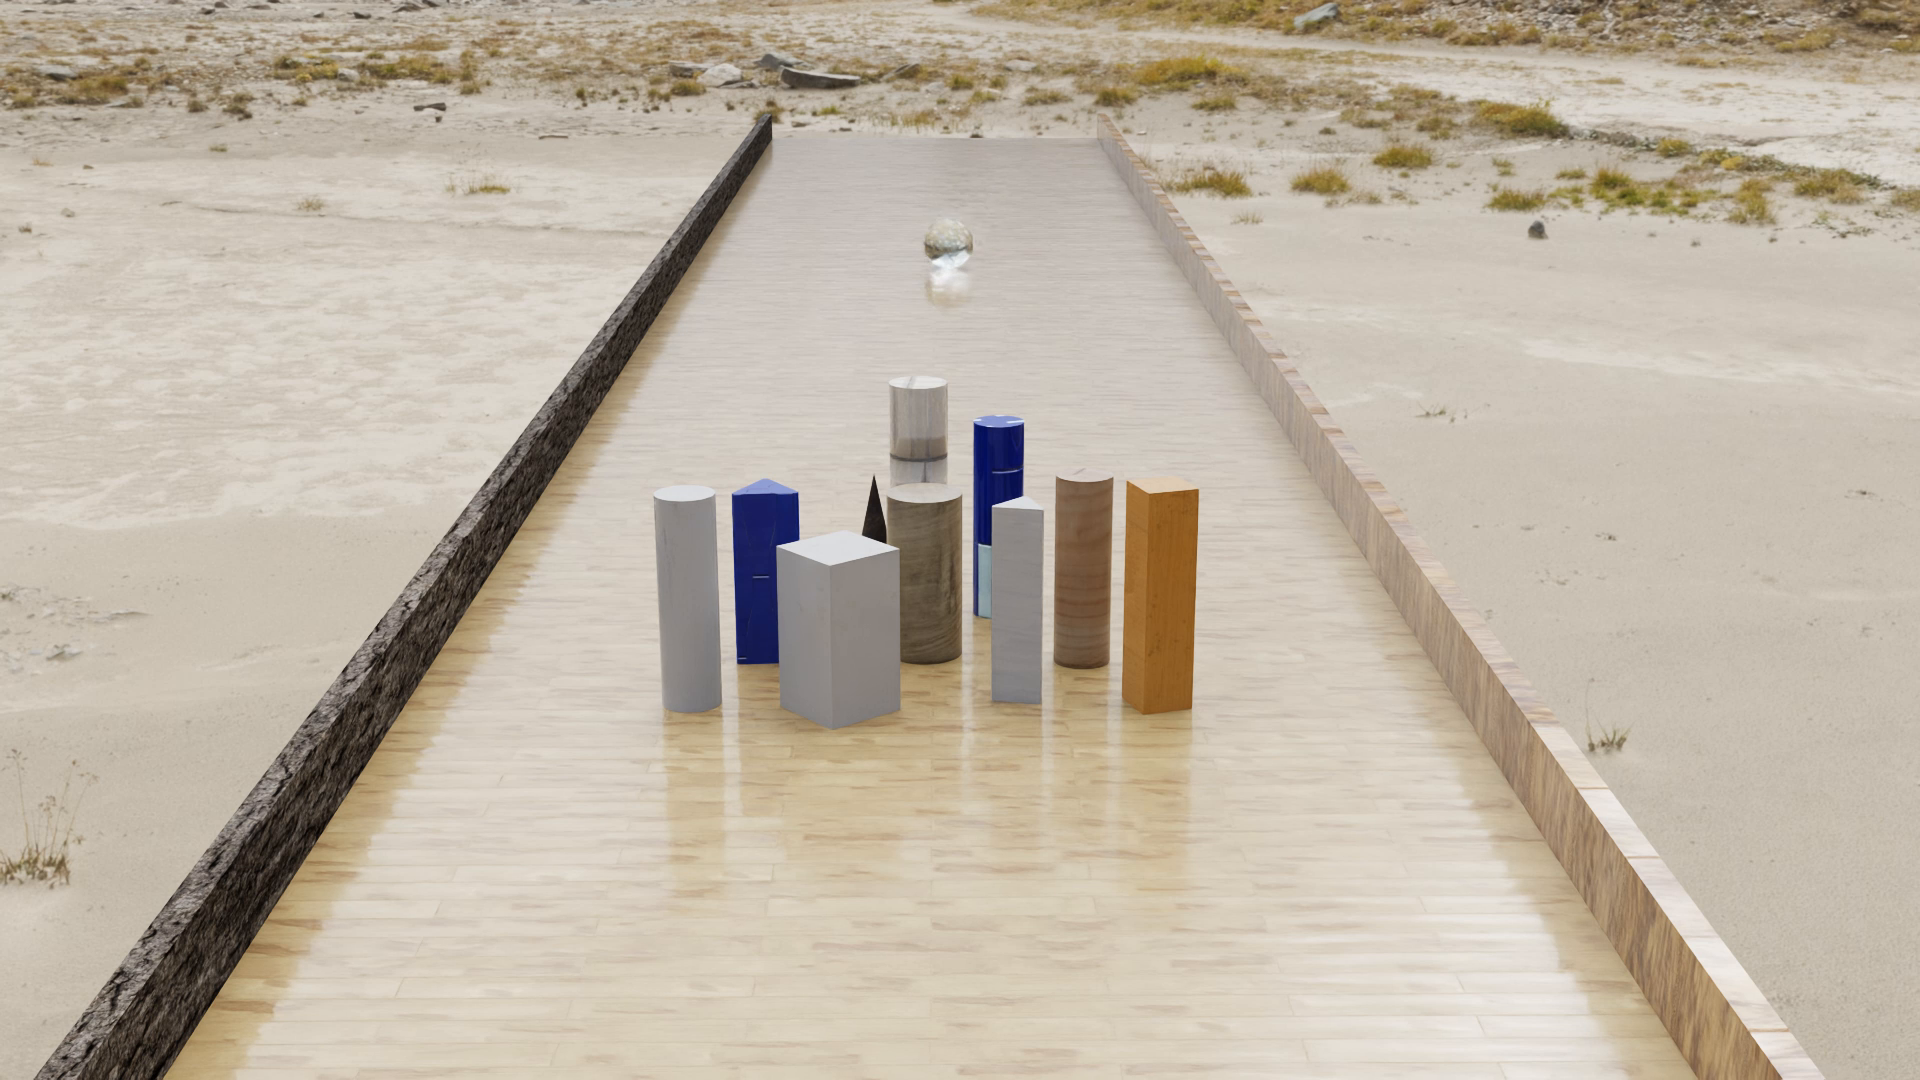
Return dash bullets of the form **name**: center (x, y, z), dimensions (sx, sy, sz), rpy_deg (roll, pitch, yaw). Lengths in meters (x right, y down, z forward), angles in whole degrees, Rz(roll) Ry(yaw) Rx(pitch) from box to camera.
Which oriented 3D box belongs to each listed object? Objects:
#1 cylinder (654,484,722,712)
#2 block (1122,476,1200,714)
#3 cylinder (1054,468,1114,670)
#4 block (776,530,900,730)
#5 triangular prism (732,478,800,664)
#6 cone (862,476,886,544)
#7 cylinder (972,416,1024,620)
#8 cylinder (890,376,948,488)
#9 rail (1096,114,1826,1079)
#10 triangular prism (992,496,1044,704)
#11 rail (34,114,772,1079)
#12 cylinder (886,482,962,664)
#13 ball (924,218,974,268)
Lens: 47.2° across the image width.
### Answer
- **cylinder**: center (-0.510, 0.111, 4.130), dimensions (0.114, 0.413, 0.114), rpy_deg (0, 17, 0)
- **block**: center (0.374, 0.104, 4.123), dimensions (0.101, 0.431, 0.101), rpy_deg (-6, 18, -19)
- **cylinder**: center (0.244, 0.056, 4.363), dimensions (0.114, 0.385, 0.114), rpy_deg (0, 17, 0)
- **block**: center (-0.226, 0.166, 4.114), dimensions (0.162, 0.317, 0.162), rpy_deg (-14, 21, -39)
- **triangular prism**: center (-0.385, 0.061, 4.402), dimensions (0.129, 0.352, 0.111), rpy_deg (-1, 17, -4)
- **cone**: center (-0.181, 0.006, 4.660), dimensions (0.127, 0.311, 0.127), rpy_deg (0, 17, 0)
- **cylinder**: center (0.081, -0.047, 4.651), dimensions (0.107, 0.419, 0.107), rpy_deg (0, 17, 0)
- **cylinder**: center (-0.091, -0.125, 4.849), dimensions (0.128, 0.455, 0.128), rpy_deg (0, 17, 0)
- **rail**: center (0.932, -0.844, 7.801), dimensions (0.050, 0.150, 12.000), rpy_deg (0, 17, -1)
- **triangular prism**: center (0.116, 0.113, 4.173), dimensions (0.097, 0.384, 0.084), rpy_deg (4, 17, 12)
- **rail**: center (-1.118, -0.838, 7.780), dimensions (0.050, 0.150, 12.000), rpy_deg (0, 17, -1)
- **cylinder**: center (-0.071, 0.067, 4.415), dimensions (0.151, 0.335, 0.151), rpy_deg (0, 17, 0)
- **ball**: center (-0.047, -1.200, 8.910), dimensions (0.201, 0.201, 0.201), rpy_deg (0, 17, 0)
